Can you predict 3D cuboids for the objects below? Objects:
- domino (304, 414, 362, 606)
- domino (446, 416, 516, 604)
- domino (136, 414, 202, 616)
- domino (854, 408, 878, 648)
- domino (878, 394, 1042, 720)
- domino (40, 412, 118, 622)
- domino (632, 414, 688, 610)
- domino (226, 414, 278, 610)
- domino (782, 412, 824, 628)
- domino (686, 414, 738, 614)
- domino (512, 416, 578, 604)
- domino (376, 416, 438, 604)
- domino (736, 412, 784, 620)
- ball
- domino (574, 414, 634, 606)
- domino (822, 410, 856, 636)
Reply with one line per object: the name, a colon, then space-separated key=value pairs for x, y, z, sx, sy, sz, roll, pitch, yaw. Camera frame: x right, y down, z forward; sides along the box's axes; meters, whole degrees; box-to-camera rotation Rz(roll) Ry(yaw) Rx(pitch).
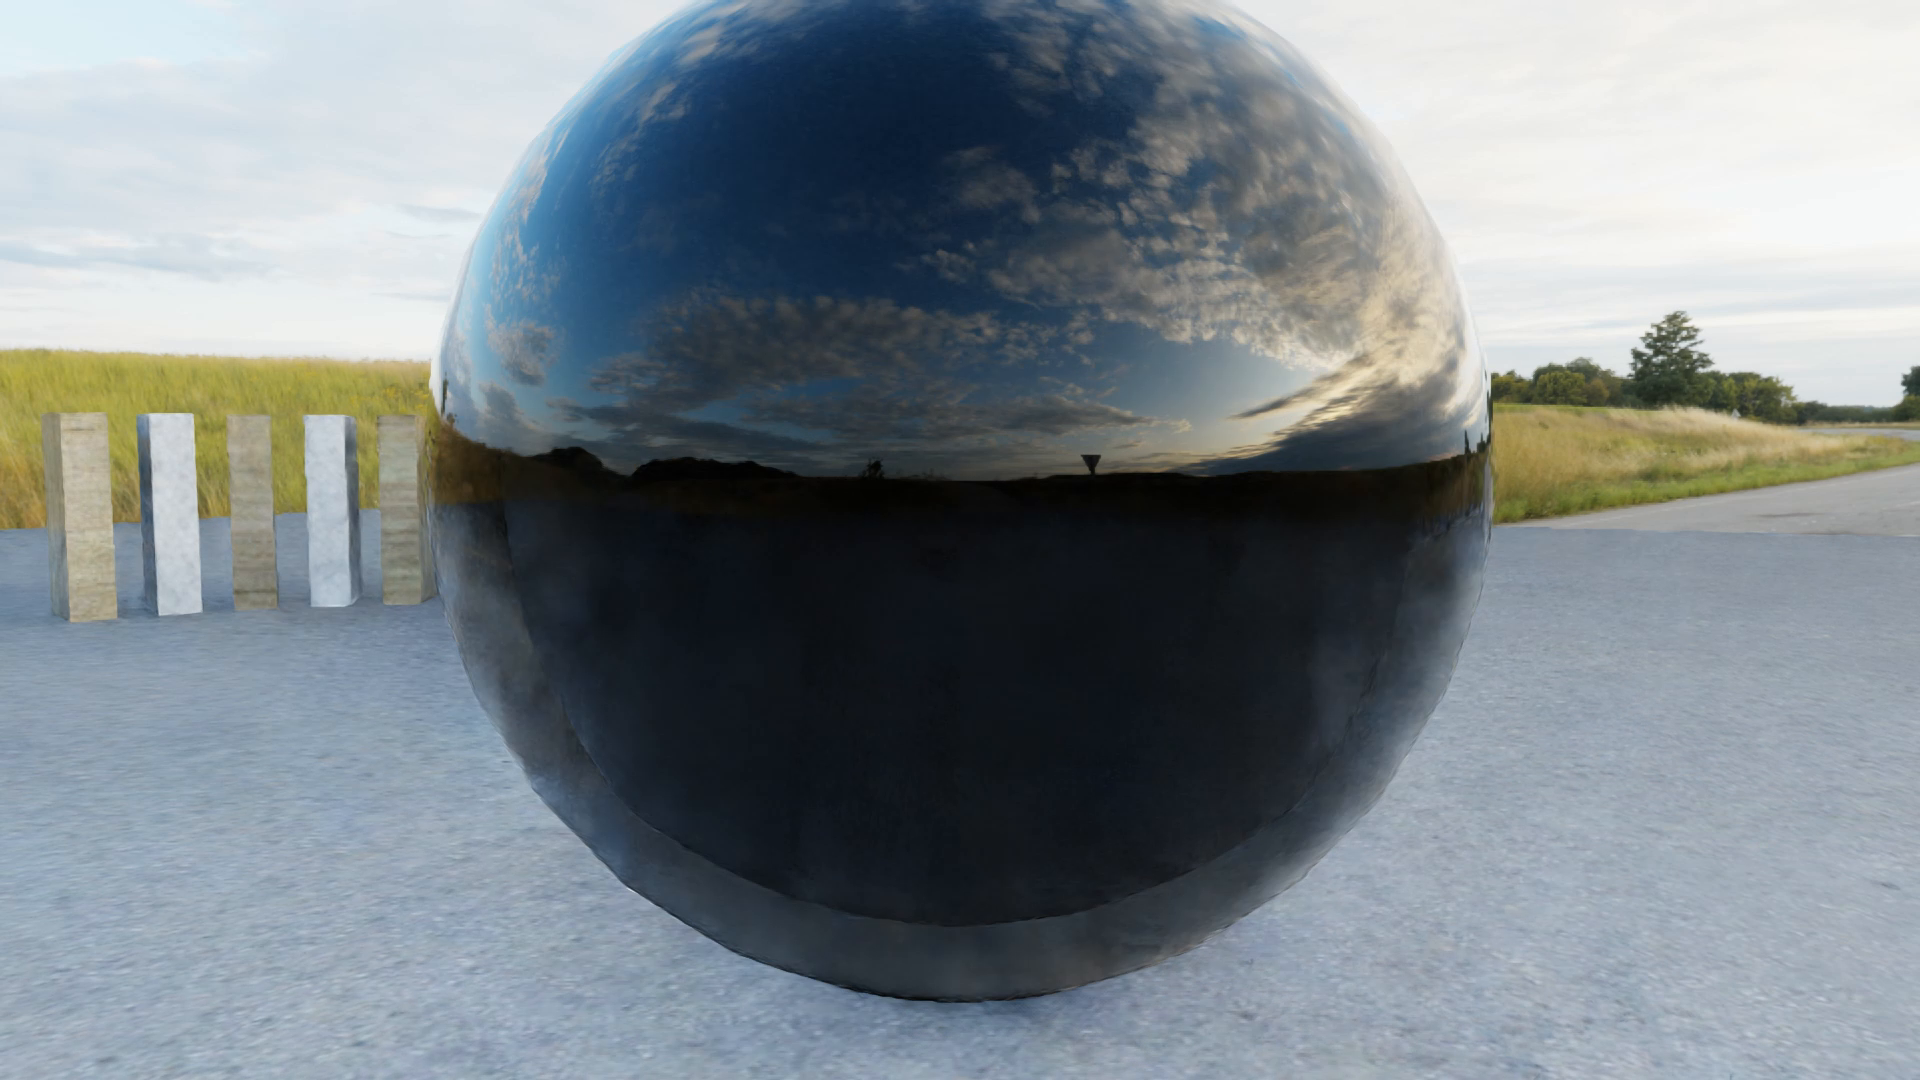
domino: x=-0.169 y=-0.008 z=0.346 sx=0.009 sy=0.050 sz=0.025 roll=-1 pitch=5 yaw=-18
domino: x=-0.131 y=-0.009 z=0.353 sx=0.009 sy=0.050 sz=0.025 roll=0 pitch=4 yaw=-1
domino: x=-0.203 y=-0.007 z=0.329 sx=0.009 sy=0.050 sz=0.025 roll=-3 pitch=5 yaw=-39
domino: x=-0.009 y=-0.003 z=0.276 sx=0.025 sy=0.050 sz=0.010 roll=-2 pitch=5 yaw=-24
domino: x=0.000 y=0.002 z=0.201 sx=0.025 sy=0.050 sz=0.009 roll=0 pitch=4 yaw=0
domino: x=-0.217 y=-0.006 z=0.316 sx=0.009 sy=0.050 sz=0.025 roll=-4 pitch=6 yaw=-44
domino: x=-0.075 y=-0.008 z=0.342 sx=0.010 sy=0.050 sz=0.025 roll=2 pitch=5 yaw=24
domino: x=-0.187 y=-0.008 z=0.339 sx=0.009 sy=0.050 sz=0.025 roll=-2 pitch=5 yaw=-27
domino: x=-0.029 y=-0.006 z=0.308 sx=0.025 sy=0.050 sz=0.010 roll=-4 pitch=6 yaw=-41
domino: x=-0.058 y=-0.007 z=0.333 sx=0.009 sy=0.050 sz=0.025 roll=3 pitch=5 yaw=32
domino: x=-0.112 y=-0.009 z=0.352 sx=0.009 sy=0.050 sz=0.025 roll=1 pitch=4 yaw=7
domino: x=-0.150 y=-0.009 z=0.351 sx=0.010 sy=0.050 sz=0.025 roll=-1 pitch=4 yaw=-10
domino: x=-0.043 y=-0.007 z=0.322 sx=0.009 sy=0.050 sz=0.025 roll=4 pitch=6 yaw=41
ball: x=0.000 y=-0.005 z=0.103 sx=0.080 sy=0.080 sz=0.080 roll=0 pitch=4 yaw=0
domino: x=-0.093 y=-0.009 z=0.348 sx=0.009 sy=0.050 sz=0.025 roll=1 pitch=4 yaw=16
domino: x=-0.018 y=-0.004 z=0.293 sx=0.025 sy=0.050 sz=0.009 roll=-3 pitch=5 yaw=-32
